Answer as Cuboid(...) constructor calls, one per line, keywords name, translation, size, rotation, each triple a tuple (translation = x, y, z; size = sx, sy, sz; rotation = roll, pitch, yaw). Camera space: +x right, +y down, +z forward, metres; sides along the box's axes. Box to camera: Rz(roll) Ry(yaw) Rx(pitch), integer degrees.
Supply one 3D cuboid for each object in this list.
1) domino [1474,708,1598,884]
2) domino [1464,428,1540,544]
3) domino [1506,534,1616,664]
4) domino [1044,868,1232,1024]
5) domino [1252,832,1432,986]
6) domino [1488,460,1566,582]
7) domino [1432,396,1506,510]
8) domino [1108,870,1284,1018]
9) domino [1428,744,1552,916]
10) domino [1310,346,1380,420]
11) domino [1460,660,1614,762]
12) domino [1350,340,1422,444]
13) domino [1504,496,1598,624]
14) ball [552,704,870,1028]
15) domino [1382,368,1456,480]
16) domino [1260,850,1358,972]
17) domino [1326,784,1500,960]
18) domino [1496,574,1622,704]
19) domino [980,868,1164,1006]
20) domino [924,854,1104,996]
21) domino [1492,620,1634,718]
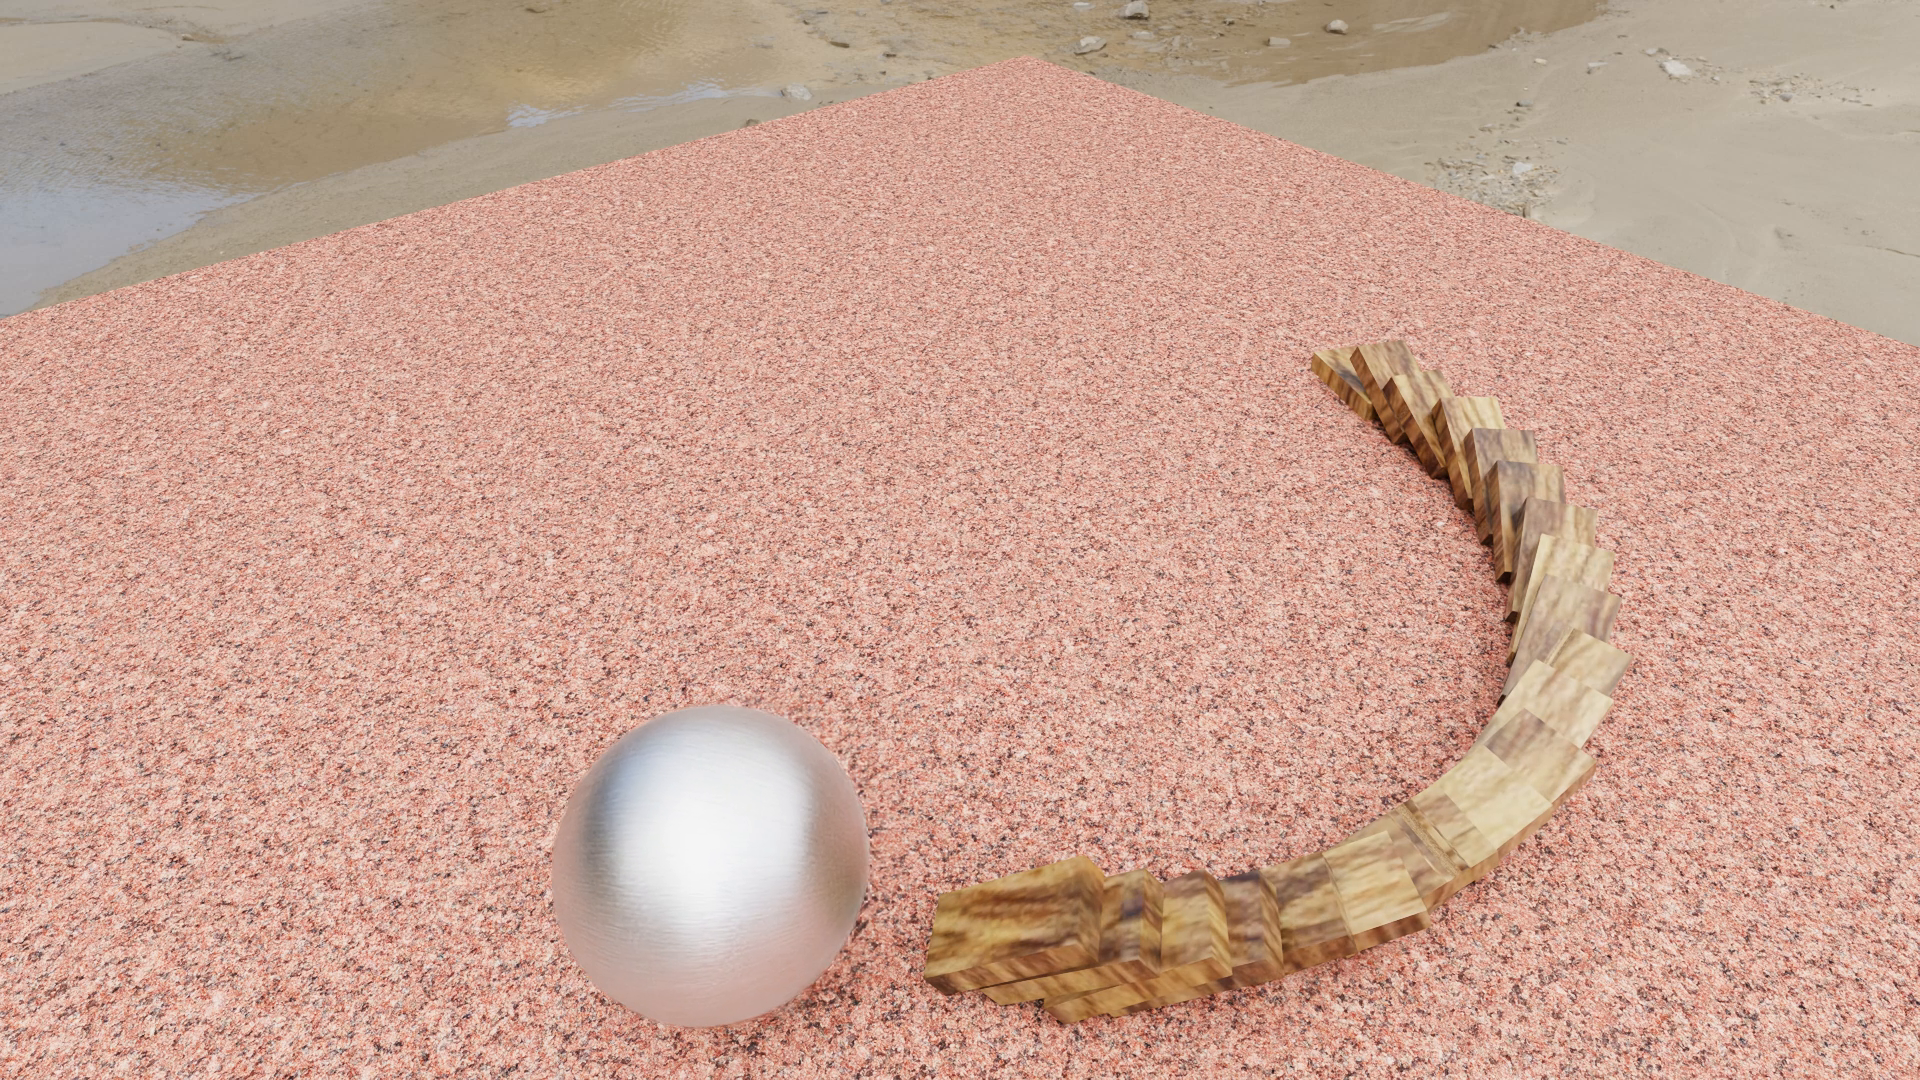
Cuboid(name="domino", translation=(0.164, 0.077, 0.334), size=(0.050, 0.010, 0.025), rotation=(-39, 49, -6))
Cuboid(name="domino", translation=(0.226, -0.022, 0.455), size=(0.025, 0.009, 0.050), rotation=(3, 64, 3))
Cuboid(name="domino", translation=(0.217, 0.024, 0.398), size=(0.025, 0.009, 0.050), rotation=(18, 67, 20))
Cuboid(name="domino", translation=(0.045, 0.107, 0.288), size=(0.050, 0.010, 0.025), rotation=(-30, 30, 26))
Cuboid(name="domino", translation=(0.100, 0.102, 0.304), size=(0.050, 0.010, 0.025), rotation=(-23, 39, 10))
Cuboid(name="domino", translation=(0.226, -0.007, 0.436), size=(0.025, 0.010, 0.050), rotation=(6, 64, 7))
Cuboid(name="domino", translation=(0.223, -0.038, 0.474), size=(0.025, 0.010, 0.050), rotation=(-1, 64, -2))
Cuboid(name="domino", translation=(0.059, 0.107, 0.290), size=(0.050, 0.010, 0.025), rotation=(-28, 31, 29))
Cuboid(name="domino", translation=(0.144, 0.086, 0.323), size=(0.050, 0.009, 0.025), rotation=(-36, 47, -4))
Cuboid(name="domino", translation=(0.196, -0.077, 0.538), size=(0.025, 0.010, 0.050), rotation=(-10, 40, -12))
Cuboid(name="domino", translation=(0.181, 0.065, 0.349), size=(0.025, 0.010, 0.050), rotation=(34, 74, 34))
Cuboid(name="domino", translation=(0.205, -0.070, 0.513), size=(0.025, 0.010, 0.050), rotation=(-10, 62, -12))
Cuboid(name="domino", translation=(0.224, 0.010, 0.416), size=(0.025, 0.010, 0.050), rotation=(13, 65, 16))
Cuboid(name="ball", translation=(-0.063, 0.083, 0.286), size=(0.080, 0.080, 0.080), rotation=(0, 39, 0))
Cuboid(name="domino", translation=(0.213, -0.053, 0.493), size=(0.025, 0.009, 0.050), rotation=(-10, 62, -12))
Cuboid(name="domino", translation=(0.078, 0.105, 0.297), size=(0.050, 0.009, 0.025), rotation=(-24, 36, 17))
Cuboid(name="domino", translation=(0.123, 0.094, 0.313), size=(0.050, 0.010, 0.025), rotation=(-32, 44, 0))
Cuboid(name="domino", translation=(0.208, 0.038, 0.381), size=(0.025, 0.010, 0.050), rotation=(21, 68, 24))
Cuboid(name="domino", translation=(0.029, 0.105, 0.291), size=(0.050, 0.010, 0.025), rotation=(-26, 32, 32))
Cuboid(name="domino", translation=(0.014, 0.103, 0.294), size=(0.050, 0.009, 0.025), rotation=(-26, 32, 31))
Cuboid(name="domino", translation=(0.196, 0.053, 0.363), size=(0.025, 0.010, 0.050), rotation=(31, 73, 32))
